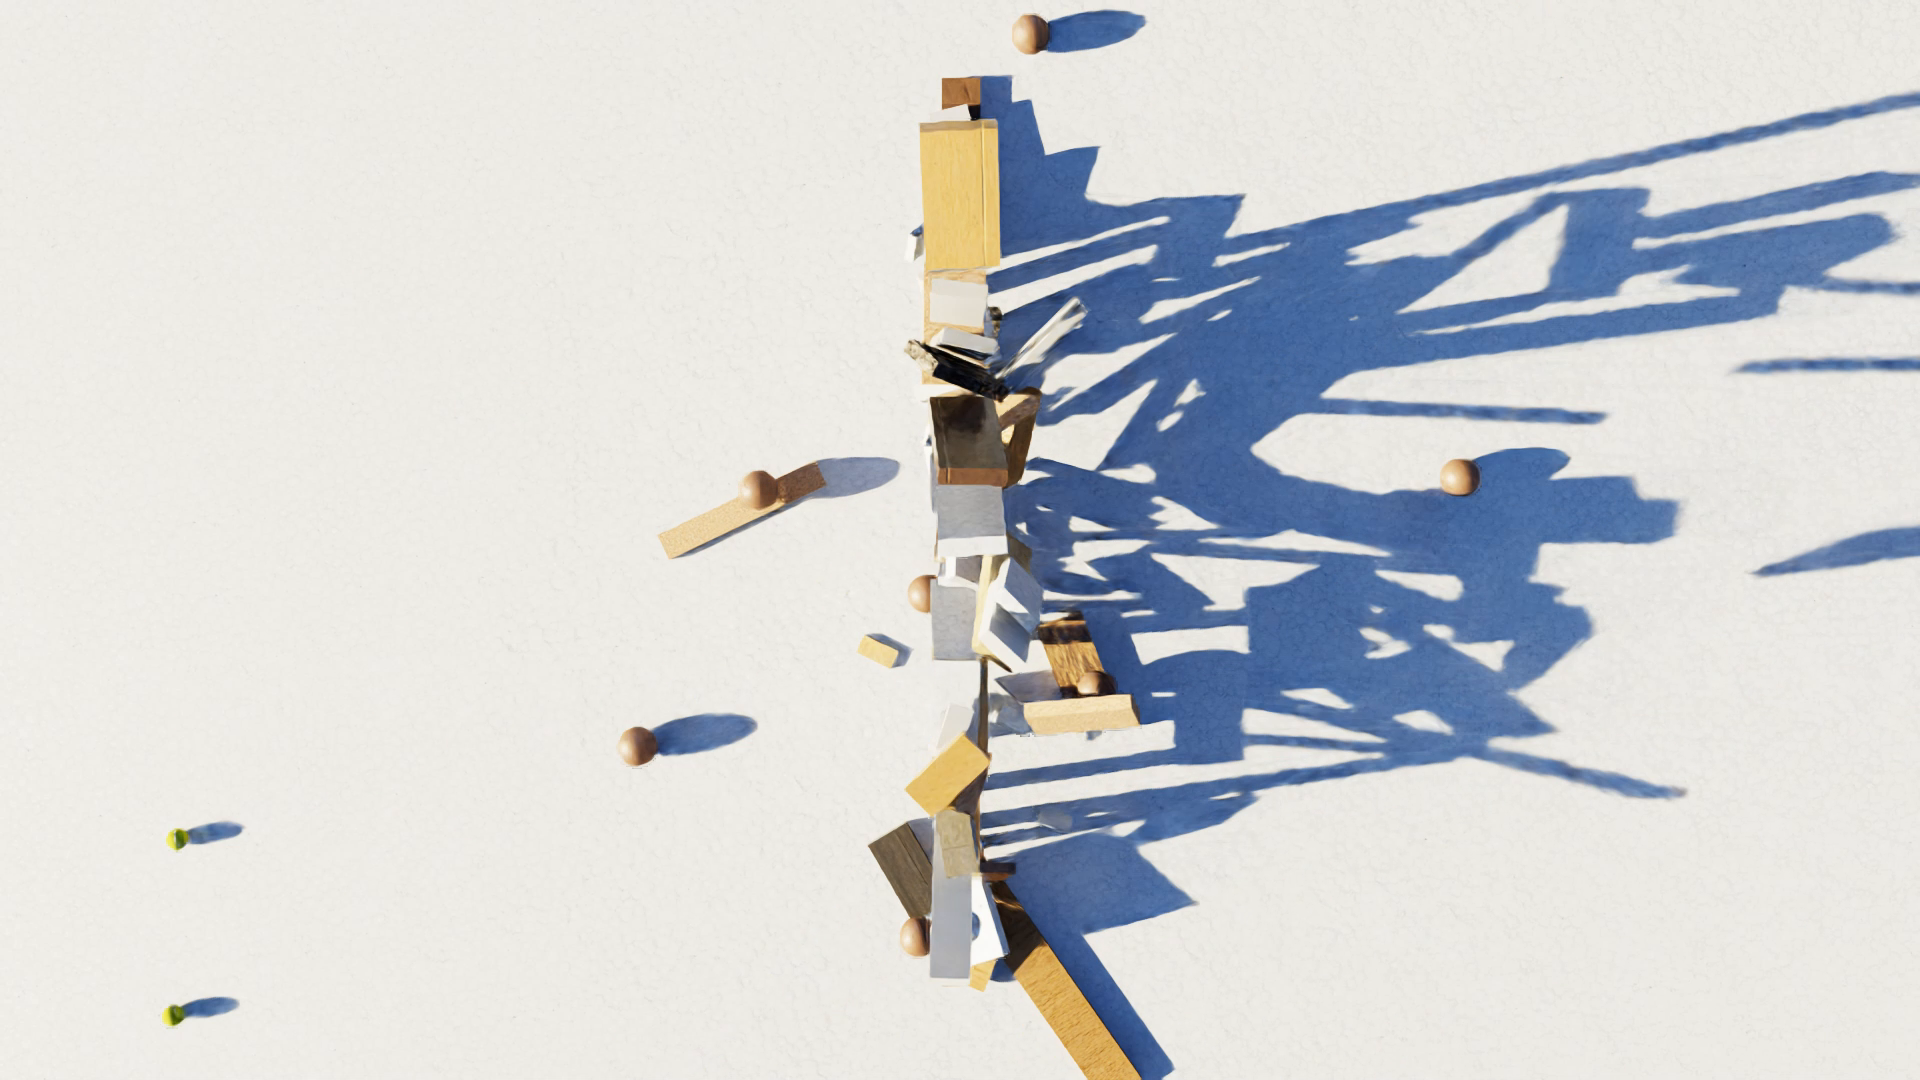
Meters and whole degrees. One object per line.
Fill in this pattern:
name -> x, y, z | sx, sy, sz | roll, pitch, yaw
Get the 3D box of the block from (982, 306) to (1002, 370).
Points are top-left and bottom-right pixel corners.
block -> 0.034, -0.605, 5.108 | 0.144, 0.289, 0.041 | -3, 53, -13

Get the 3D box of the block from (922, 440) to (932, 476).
block -> -0.082, -0.266, 5.466 | 0.020, 0.071, 0.142 | -11, 90, -37

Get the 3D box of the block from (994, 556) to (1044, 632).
block -> 0.179, 0.159, 4.942 | 0.042, 0.297, 0.149 | -43, 99, 16

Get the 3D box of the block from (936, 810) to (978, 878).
block -> -0.009, 0.895, 4.877 | 0.096, 0.027, 0.193 | -9, 75, -2

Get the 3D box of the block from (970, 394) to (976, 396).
block -> 0.008, -0.546, 5.431 | 0.109, 0.031, 0.219 | 7, 121, 0

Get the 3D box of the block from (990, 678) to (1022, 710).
block -> 0.153, 0.509, 5.468 | 0.127, 0.063, 0.018 | 43, 95, 0

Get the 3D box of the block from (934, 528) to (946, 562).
block -> -0.029, -0.027, 5.349 | 0.100, 0.028, 0.225 | 2, 54, 0

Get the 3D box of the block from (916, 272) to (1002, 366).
block -> -0.001, -0.666, 4.927 | 0.175, 0.050, 0.351 | -23, 129, -8

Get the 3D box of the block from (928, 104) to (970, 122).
block -> -0.008, -1.294, 5.445 | 0.130, 0.037, 0.259 | -15, 90, 0

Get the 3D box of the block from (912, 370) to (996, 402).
block -> -0.010, -0.469, 5.019 | 0.176, 0.351, 0.050 | -18, 90, 15

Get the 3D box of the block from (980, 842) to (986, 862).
block -> 0.013, 1.016, 5.358 | 0.123, 0.246, 0.035 | -5, 88, -3

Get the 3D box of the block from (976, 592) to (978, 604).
block -> 0.007, 0.249, 5.287 | 0.114, 0.032, 0.228 | -3, 69, 1

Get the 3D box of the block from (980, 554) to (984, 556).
block -> 0.067, -0.088, 5.230 | 0.142, 0.040, 0.283 | 16, 61, -41

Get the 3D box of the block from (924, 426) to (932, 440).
block -> -0.024, -0.459, 5.305 | 0.106, 0.030, 0.304 | 2, 123, -24

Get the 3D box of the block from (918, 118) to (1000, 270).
block -> 0.001, -0.802, 3.847 | 0.177, 0.050, 0.355 | -3, 130, -1

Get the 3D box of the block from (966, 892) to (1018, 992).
block -> 0.063, 1.314, 5.440 | 0.158, 0.045, 0.317 | 22, 100, 7

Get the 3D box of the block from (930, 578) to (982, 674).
block -> -0.016, 0.265, 5.094 | 0.143, 0.424, 0.040 | 0, 126, -3

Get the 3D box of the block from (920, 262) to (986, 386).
block -> -0.021, -0.624, 4.777 | 0.175, 0.050, 0.351 | 1, 96, -5

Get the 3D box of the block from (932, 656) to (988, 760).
block -> 0.000, 0.511, 5.124 | 0.175, 0.049, 0.349 | 0, 89, 0

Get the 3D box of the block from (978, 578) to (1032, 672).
block -> 0.141, 0.247, 4.878 | 0.156, 0.312, 0.044 | 43, 115, -15

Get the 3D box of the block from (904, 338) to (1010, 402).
block -> -0.008, -0.469, 4.572 | 0.146, 0.292, 0.041 | 45, 110, 41

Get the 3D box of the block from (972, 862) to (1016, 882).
block -> 0.047, 1.058, 5.260 | 0.237, 0.118, 0.034 | 8, 63, -29

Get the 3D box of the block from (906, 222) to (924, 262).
block -> -0.101, -0.993, 5.344 | 0.029, 0.103, 0.207 | 32, 52, 15

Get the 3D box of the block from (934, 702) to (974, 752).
block -> -0.017, 0.559, 4.842 | 0.073, 0.021, 0.147 | 18, 94, -5

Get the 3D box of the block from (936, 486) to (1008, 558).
block -> 0.030, -0.057, 4.447 | 0.179, 0.358, 0.051 | -4, 115, 1

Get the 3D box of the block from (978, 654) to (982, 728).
block -> -0.010, 0.437, 5.011 | 0.143, 0.040, 0.285 | 2, 57, 0

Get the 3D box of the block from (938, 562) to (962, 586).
block -> -0.016, 0.092, 5.286 | 0.100, 0.200, 0.028 | 2, 114, 1

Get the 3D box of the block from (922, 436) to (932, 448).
block -> -0.065, -0.369, 5.391 | 0.071, 0.020, 0.142 | 11, 112, -27

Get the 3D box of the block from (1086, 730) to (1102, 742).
block -> 0.439, 0.619, 5.401 | 0.016, 0.112, 0.056 | -5, 94, 24

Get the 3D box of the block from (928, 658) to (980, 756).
block -> -0.017, 0.498, 4.894 | 0.143, 0.040, 0.285 | 2, 93, 1
